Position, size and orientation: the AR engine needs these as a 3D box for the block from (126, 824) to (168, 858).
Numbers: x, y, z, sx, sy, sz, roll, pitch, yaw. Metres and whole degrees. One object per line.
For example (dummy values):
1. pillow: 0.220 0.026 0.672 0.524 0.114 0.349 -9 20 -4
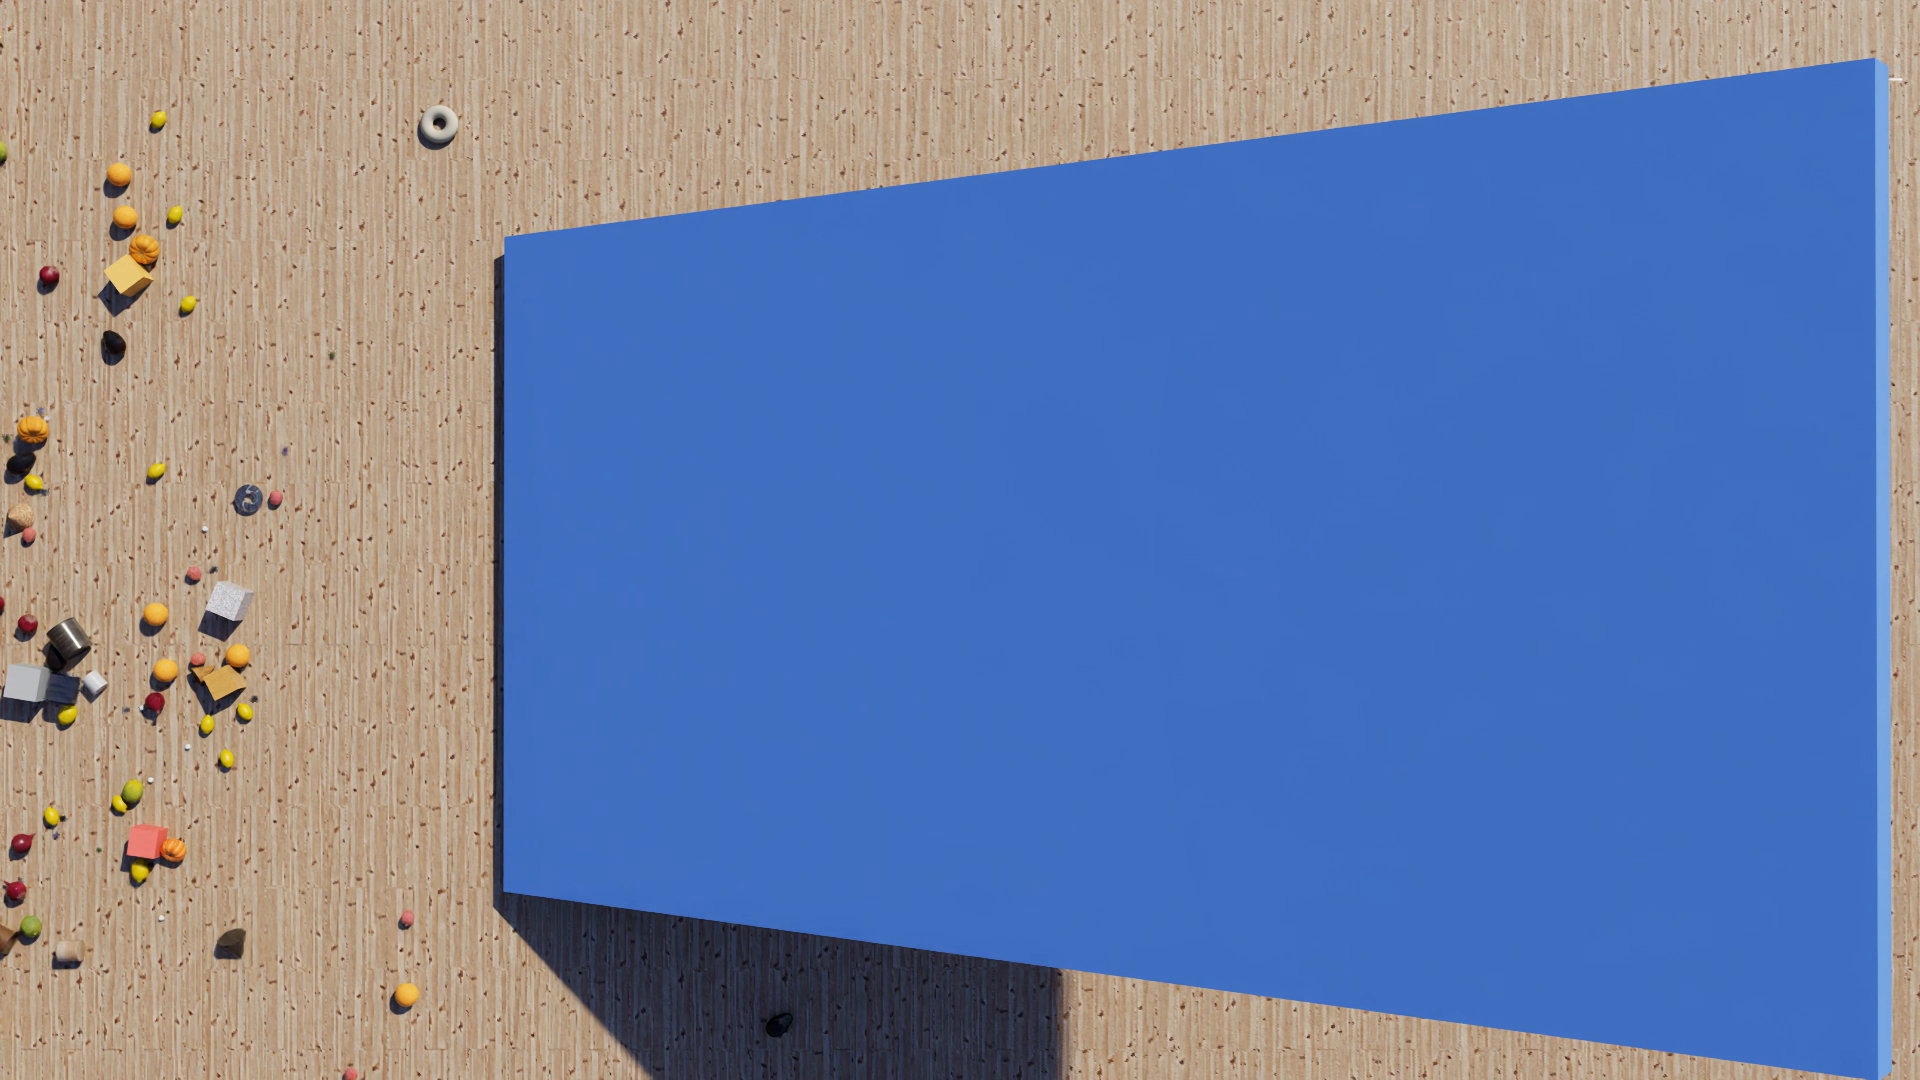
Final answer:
1. block: -2.493 0.925 6.749 0.085 0.085 0.085 9 90 0

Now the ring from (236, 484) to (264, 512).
1. ring: -2.194 -0.129 6.785 0.087 0.029 0.087 0 90 -1

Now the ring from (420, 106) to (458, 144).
1. ring: -1.608 -1.283 6.788 0.117 0.039 0.117 0 90 1

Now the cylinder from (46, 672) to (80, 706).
1. cylinder: -2.753 0.456 6.751 0.088 0.088 0.088 9 90 0

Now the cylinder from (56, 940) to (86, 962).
1. cylinder: -2.733 1.262 6.757 0.065 0.065 0.065 -1 90 0

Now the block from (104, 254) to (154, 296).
1. block: -2.555 -0.813 6.760 0.087 0.087 0.087 -37 90 0

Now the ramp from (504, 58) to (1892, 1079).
1. ramp: 0.229 0.065 5.547 4.000 0.100 2.000 0 89 37

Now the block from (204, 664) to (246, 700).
1. block: -2.258 0.437 6.755 0.080 0.080 0.080 -28 90 0

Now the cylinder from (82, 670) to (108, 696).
1. cylinder: -2.662 0.439 6.768 0.055 0.055 0.055 -43 90 0

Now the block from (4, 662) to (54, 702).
1. block: -2.856 0.436 6.745 0.100 0.100 0.100 9 90 0

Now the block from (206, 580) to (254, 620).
1. block: -2.240 0.186 6.750 0.093 0.093 0.093 22 90 0

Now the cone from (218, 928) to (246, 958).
1. cone: -2.225 1.257 6.770 0.086 0.086 0.086 -14 116 0

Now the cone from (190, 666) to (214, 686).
1. cone: -2.324 0.405 6.780 0.069 0.069 0.069 -35 90 -27

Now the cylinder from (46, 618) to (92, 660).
1. cylinder: -2.732 0.304 6.748 0.096 0.096 0.096 -35 90 0

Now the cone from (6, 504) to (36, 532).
1. cone: -2.904 -0.070 6.754 0.089 0.089 0.089 0 90 0
